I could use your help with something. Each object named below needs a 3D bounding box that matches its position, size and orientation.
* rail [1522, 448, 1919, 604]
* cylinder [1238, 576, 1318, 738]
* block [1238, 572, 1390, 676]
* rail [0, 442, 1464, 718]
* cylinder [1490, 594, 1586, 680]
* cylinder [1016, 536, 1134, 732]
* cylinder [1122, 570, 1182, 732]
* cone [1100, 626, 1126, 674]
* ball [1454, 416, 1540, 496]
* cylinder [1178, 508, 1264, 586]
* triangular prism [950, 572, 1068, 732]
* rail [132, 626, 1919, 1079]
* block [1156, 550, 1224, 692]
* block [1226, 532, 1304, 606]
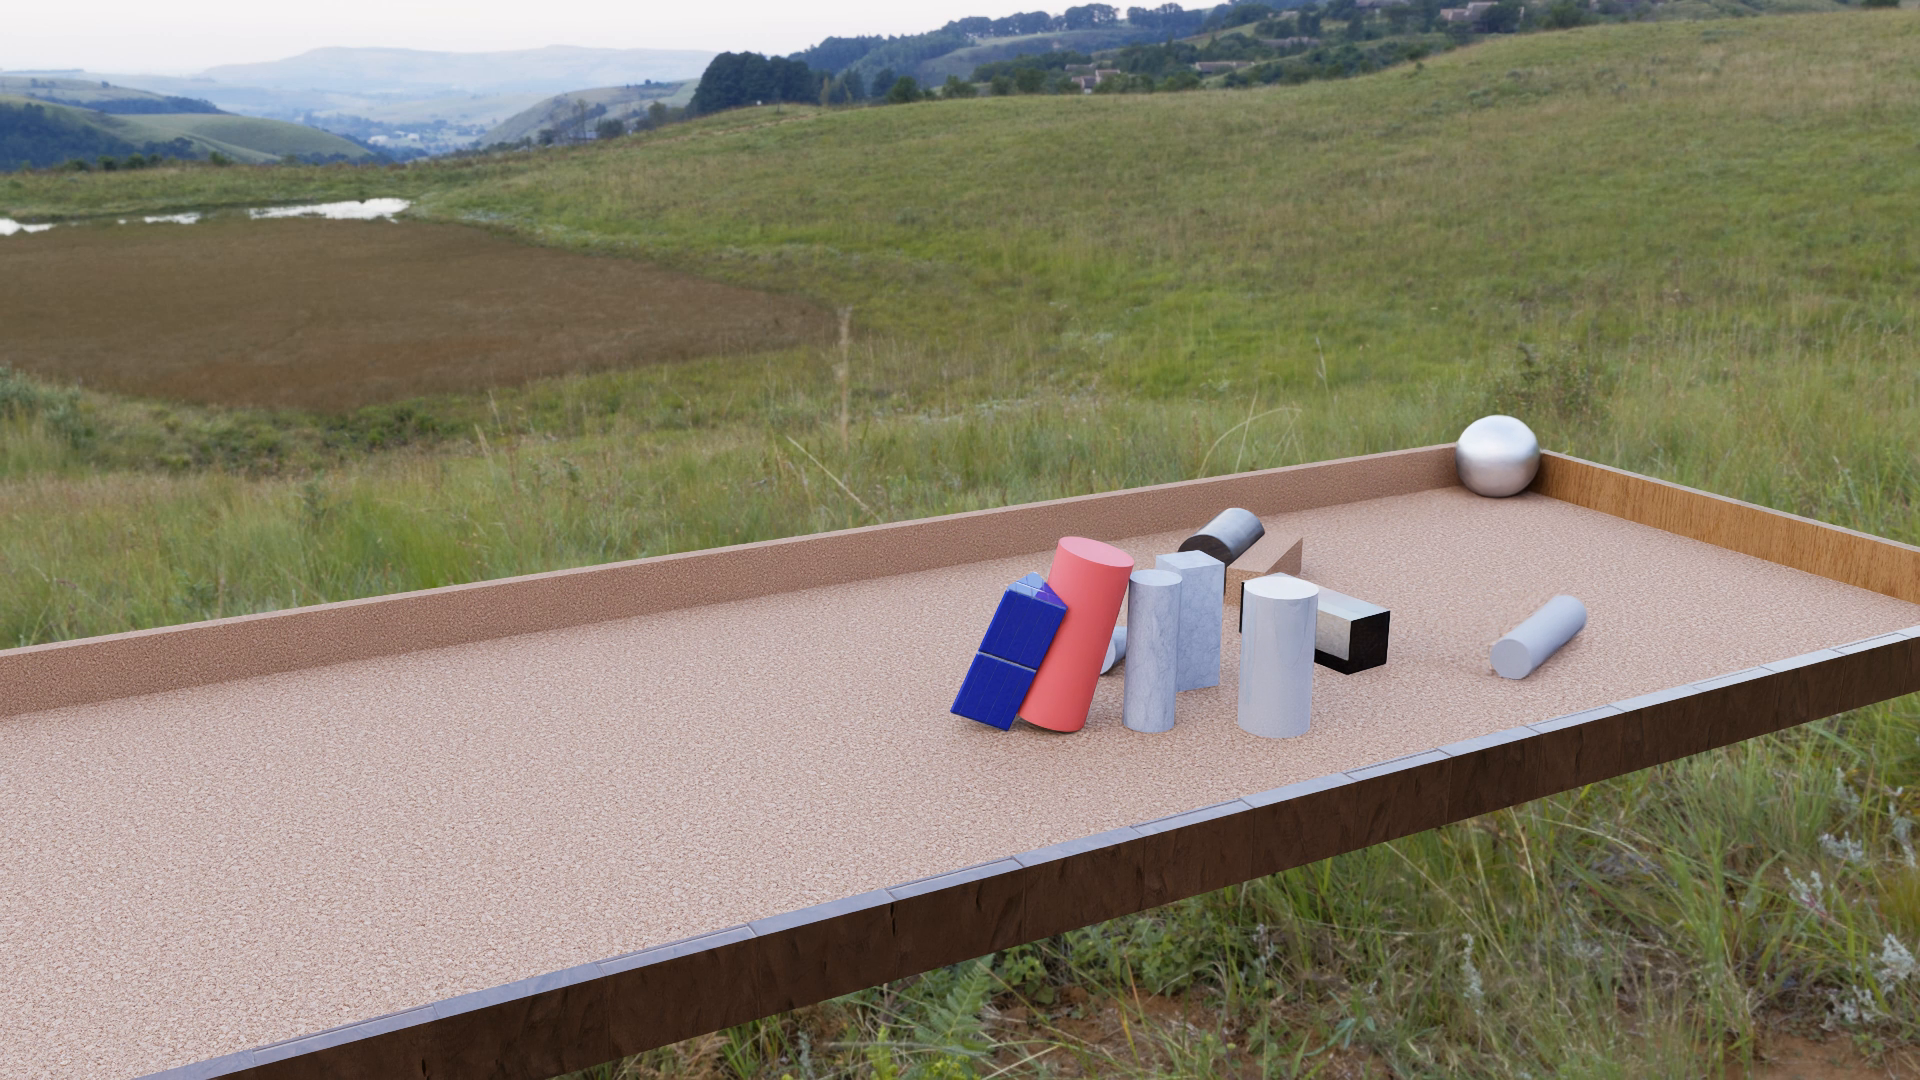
[{"bbox_3d":[2.466,-0.048,5.253,0.050,0.150,2.100,-9,18,-27],"label":"rail"},{"bbox_3d":[0.738,0.271,3.834,0.169,0.337,0.169,0,16,0],"label":"cylinder"},{"bbox_3d":[0.932,0.216,4.361,0.146,0.146,0.392,-11,20,-33],"label":"block"},{"bbox_3d":[-3.305,0.497,3.399,12.000,0.150,0.050,-9,18,-27],"label":"rail"},{"bbox_3d":[1.517,0.250,4.313,0.107,0.107,0.439,12,20,35],"label":"cylinder"},{"bbox_3d":[0.260,0.218,3.824,0.179,0.414,0.179,14,17,-4],"label":"cylinder"},{"bbox_3d":[0.447,0.258,3.836,0.122,0.359,0.122,1,17,0],"label":"cylinder"},{"bbox_3d":[0.441,0.261,4.355,0.129,0.129,0.410,10,10,30],"label":"cone"},{"bbox_3d":[1.908,-0.298,5.853,0.290,0.290,0.290,0,16,0],"label":"ball"},{"bbox_3d":[0.783,0.029,4.943,0.178,0.178,0.328,8,18,25],"label":"cylinder"},{"bbox_3d":[0.109,0.248,3.811,0.144,0.351,0.125,19,25,-10],"label":"triangular prism"},{"bbox_3d":[-2.336,1.006,1.665,12.000,0.150,0.050,-9,18,-27],"label":"rail"},{"bbox_3d":[0.566,0.201,4.107,0.123,0.319,0.123,-7,18,-22],"label":"block"},{"bbox_3d":[0.900,0.087,4.864,0.110,0.110,0.412,8,18,25],"label":"block"}]
